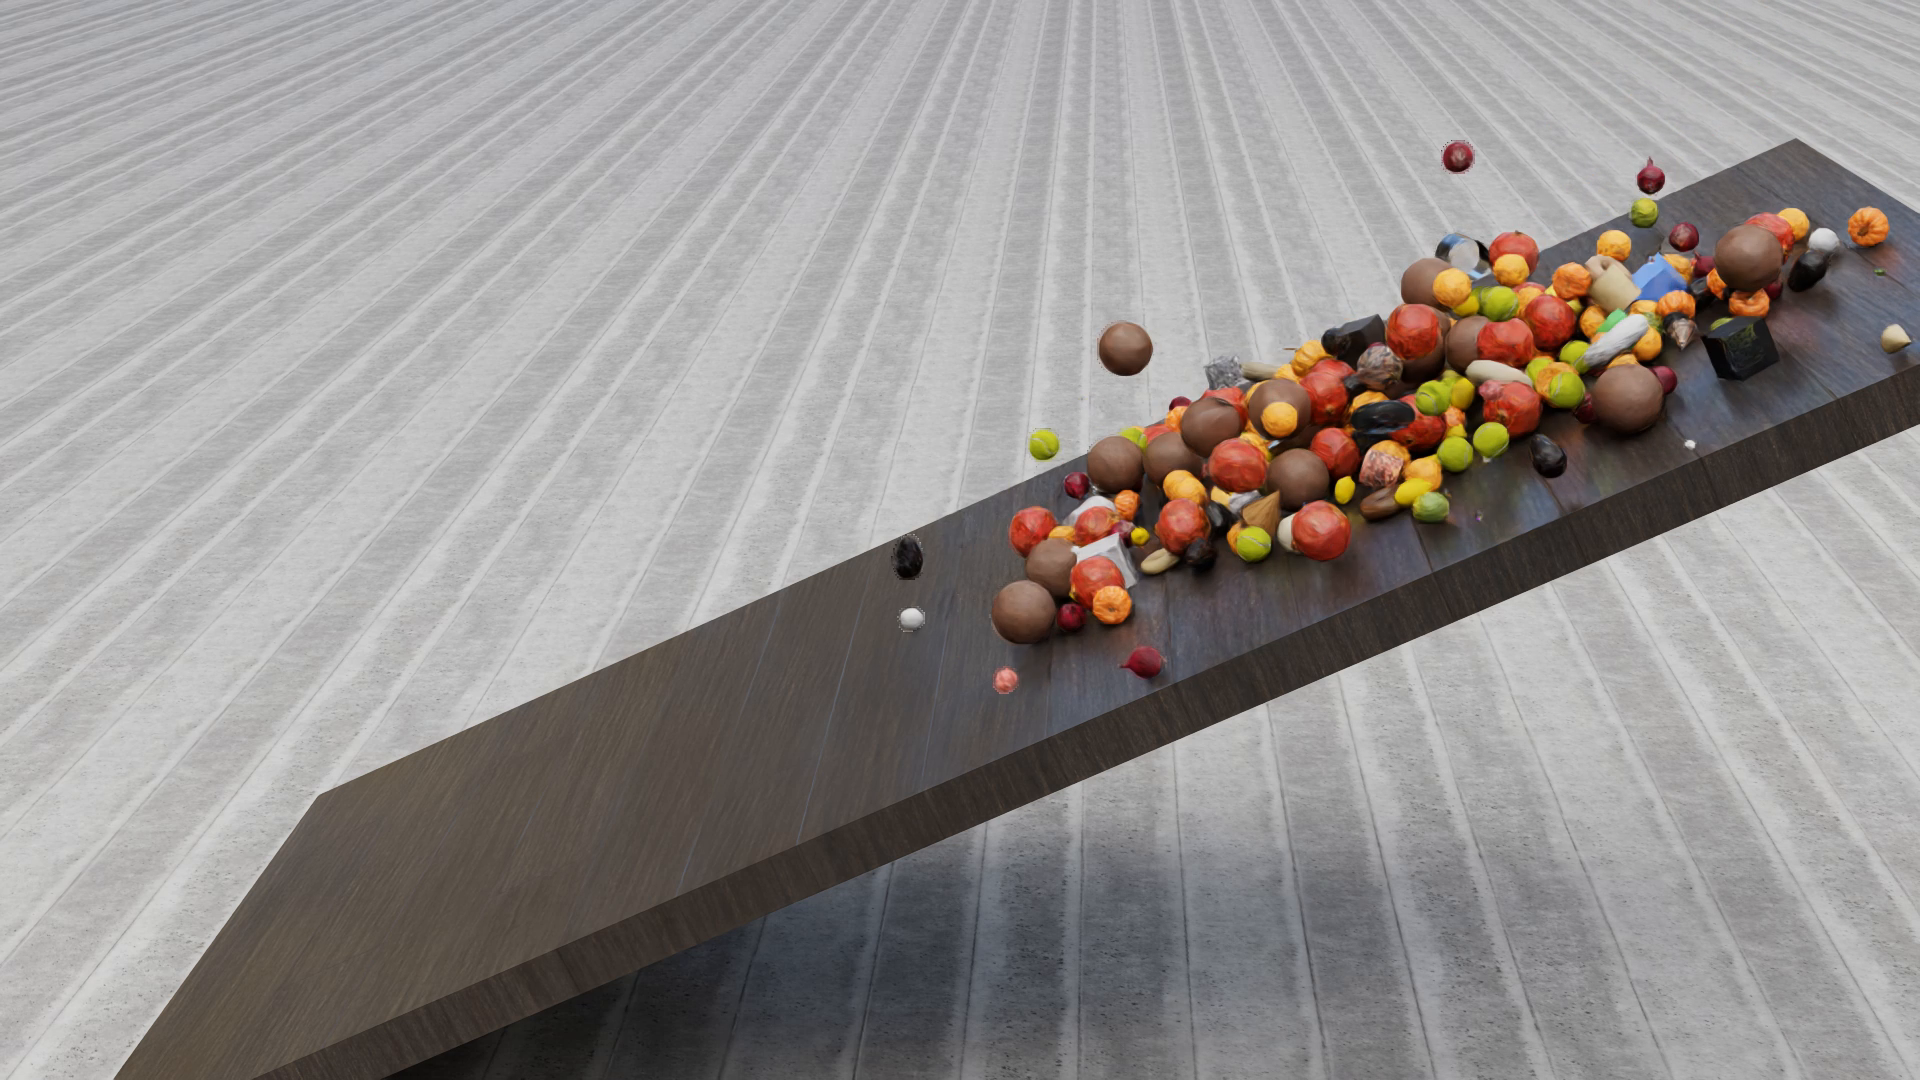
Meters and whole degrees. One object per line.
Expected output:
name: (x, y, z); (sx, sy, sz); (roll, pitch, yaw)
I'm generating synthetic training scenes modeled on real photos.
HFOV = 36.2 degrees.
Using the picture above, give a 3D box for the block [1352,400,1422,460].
block: (0.858, -0.206, 5.917); (0.093, 0.093, 0.093); (-28, 11, 25)

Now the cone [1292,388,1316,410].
cone: (0.779, -0.305, 6.585); (0.056, 0.056, 0.056); (-2, 26, -8)

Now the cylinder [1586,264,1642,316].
cylinder: (1.302, -0.495, 5.859); (0.080, 0.080, 0.080); (46, 26, 5)

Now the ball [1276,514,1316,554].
ball: (0.645, -0.012, 5.632); (0.076, 0.076, 0.076); (0, 16, 0)

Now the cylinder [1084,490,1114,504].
cylinder: (0.310, -0.075, 6.478); (0.053, 0.053, 0.053); (-21, 17, 0)

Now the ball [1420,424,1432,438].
ball: (0.934, -0.233, 5.968); (0.051, 0.051, 0.051); (0, 16, 0)

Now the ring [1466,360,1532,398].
ring: (1.058, -0.314, 5.768); (0.136, 0.045, 0.136); (20, -4, 2)

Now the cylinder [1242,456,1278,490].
cylinder: (0.625, -0.141, 6.124); (0.053, 0.053, 0.053); (17, -11, 46)

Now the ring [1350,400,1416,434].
ring: (0.792, -0.230, 5.513); (0.122, 0.041, 0.122); (-5, -13, -1)

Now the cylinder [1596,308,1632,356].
cylinder: (1.273, -0.401, 5.672); (0.065, 0.065, 0.065); (45, 33, 15)

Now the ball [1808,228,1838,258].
ball: (1.726, -0.594, 5.880); (0.059, 0.059, 0.059); (0, 16, 0)

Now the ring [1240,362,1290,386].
ring: (0.717, -0.393, 6.937); (0.123, 0.041, 0.123); (12, 0, 0)

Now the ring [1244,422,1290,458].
ring: (0.638, -0.207, 6.096); (0.108, 0.036, 0.108); (-33, -2, -1)

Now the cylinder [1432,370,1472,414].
cylinder: (1.017, -0.307, 6.076); (0.073, 0.073, 0.073); (5, 22, 16)

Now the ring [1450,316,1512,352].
ring: (1.109, -0.439, 6.262); (0.138, 0.046, 0.138); (-23, -1, 0)

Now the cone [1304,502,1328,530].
cone: (0.684, -0.050, 5.753); (0.054, 0.054, 0.054); (-25, 13, 6)

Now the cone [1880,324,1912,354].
cone: (1.635, -0.345, 5.101); (0.052, 0.052, 0.052); (-6, 12, -19)

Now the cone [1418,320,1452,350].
cone: (1.079, -0.461, 6.649); (0.070, 0.070, 0.070); (8, 18, 19)

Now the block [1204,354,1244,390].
block: (0.548, -0.348, 6.110); (0.054, 0.054, 0.054); (-6, 18, 37)

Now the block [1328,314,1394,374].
block: (0.924, -0.450, 6.764); (0.093, 0.093, 0.093); (-14, 18, 42)

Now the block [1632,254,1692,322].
block: (1.426, -0.515, 6.003); (0.084, 0.084, 0.084); (41, 23, -16)

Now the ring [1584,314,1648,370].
ring: (1.211, -0.365, 5.432); (0.139, 0.046, 0.139); (-38, -6, -5)

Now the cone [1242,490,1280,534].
cone: (0.608, -0.070, 5.752); (0.083, 0.083, 0.083); (18, 39, -15)

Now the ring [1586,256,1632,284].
ring: (1.320, -0.539, 5.984); (0.106, 0.035, 0.106); (17, 39, -14)

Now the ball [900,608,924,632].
ball: (-0.105, 0.173, 6.389); (0.051, 0.051, 0.051); (0, 16, 0)

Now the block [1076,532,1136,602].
block: (0.299, 0.054, 5.993); (0.092, 0.092, 0.092); (-24, 13, 10)

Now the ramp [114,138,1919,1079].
ramp: (0.135, 0.169, 6.282); (4.000, 0.100, 2.000); (-24, 13, 9)

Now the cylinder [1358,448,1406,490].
cylinder: (0.819, -0.133, 5.712); (0.072, 0.072, 0.072); (19, 20, 12)

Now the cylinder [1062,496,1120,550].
cylinder: (0.284, -0.035, 6.365); (0.091, 0.091, 0.091); (11, 36, 35)

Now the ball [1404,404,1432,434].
ball: (0.911, -0.241, 5.869); (0.062, 0.062, 0.062); (0, 16, 0)

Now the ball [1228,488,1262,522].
ball: (0.583, -0.072, 5.989); (0.072, 0.072, 0.072); (0, 16, 0)

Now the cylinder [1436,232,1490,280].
cylinder: (1.127, -0.635, 6.595); (0.092, 0.092, 0.092); (-4, 17, -13)

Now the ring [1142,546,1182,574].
ring: (0.410, 0.042, 5.969); (0.090, 0.030, 0.090); (-23, 13, 6)

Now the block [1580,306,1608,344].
block: (1.318, -0.431, 5.980); (0.078, 0.078, 0.078); (-23, 13, 11)

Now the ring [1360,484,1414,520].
ring: (0.816, -0.072, 5.630); (0.109, 0.036, 0.109); (-23, 13, 6)

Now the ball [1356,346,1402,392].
ball: (0.854, -0.349, 5.992); (0.094, 0.094, 0.094); (0, 16, 0)

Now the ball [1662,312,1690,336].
ball: (1.411, -0.424, 5.792); (0.054, 0.054, 0.054); (0, 16, 0)

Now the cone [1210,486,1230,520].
cone: (0.561, -0.073, 6.123); (0.072, 0.072, 0.072); (6, 17, 13)

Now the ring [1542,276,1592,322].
ring: (1.259, -0.501, 6.092); (0.110, 0.037, 0.110); (-20, 46, 22)

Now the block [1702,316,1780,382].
block: (1.441, -0.354, 5.429); (0.087, 0.087, 0.087); (-28, 13, -10)

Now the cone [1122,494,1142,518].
cone: (0.369, -0.067, 6.475); (0.051, 0.051, 0.051); (23, -18, 8)

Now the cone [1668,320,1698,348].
cone: (1.411, -0.390, 5.744); (0.058, 0.058, 0.058); (4, 45, 13)

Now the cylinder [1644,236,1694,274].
cylinder: (1.500, -0.594, 6.219); (0.077, 0.077, 0.077); (-3, -12, -11)

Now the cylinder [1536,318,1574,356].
cylinder: (1.237, -0.425, 6.123); (0.066, 0.066, 0.066); (0, 18, -1)

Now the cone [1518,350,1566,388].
cone: (1.180, -0.336, 5.955); (0.092, 0.092, 0.092); (4, 16, 7)
